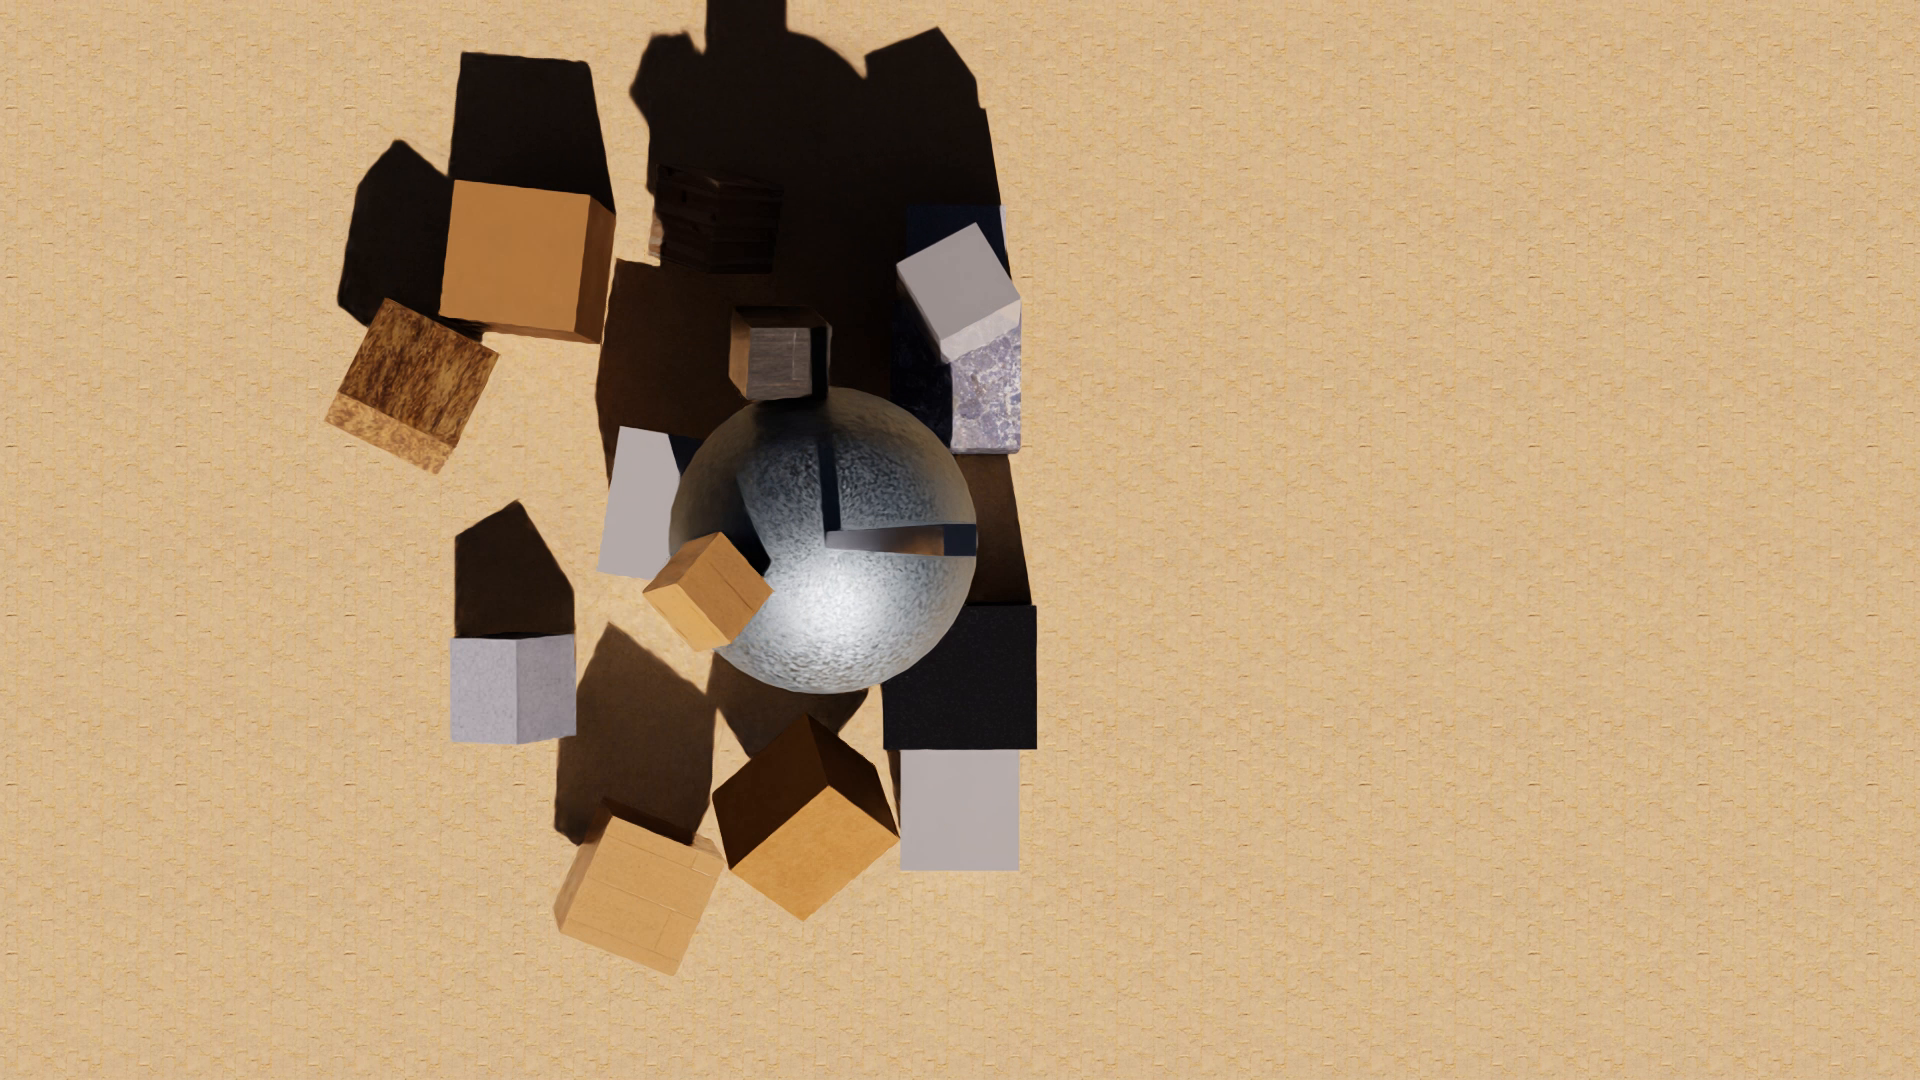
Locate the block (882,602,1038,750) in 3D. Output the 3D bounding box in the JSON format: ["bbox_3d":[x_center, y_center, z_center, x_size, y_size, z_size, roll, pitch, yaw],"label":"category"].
[{"bbox_3d":[-0.001,0.763,12.586,0.855,0.828,0.798,0,90,0],"label":"block"}]

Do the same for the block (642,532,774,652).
[{"bbox_3d":[-1.200,0.249,10.461,0.394,0.331,0.362,50,55,-19],"label":"block"}]

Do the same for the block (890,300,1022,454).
[{"bbox_3d":[-0.023,-0.917,12.587,0.722,0.825,0.816,0,90,0],"label":"block"}]

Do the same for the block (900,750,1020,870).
[{"bbox_3d":[-0.001,1.512,12.672,0.667,0.657,0.689,0,90,0],"label":"block"}]

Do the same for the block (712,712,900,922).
[{"bbox_3d":[-0.871,1.548,12.312,0.743,0.676,0.597,-41,123,11],"label":"block"}]

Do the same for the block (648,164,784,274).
[{"bbox_3d":[-1.398,-1.833,12.593,0.507,0.506,0.518,21,107,35],"label":"block"}]

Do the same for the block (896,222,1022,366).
[{"bbox_3d":[-0.010,-1.330,11.950,0.491,0.433,0.495,-29,78,-7],"label":"block"}]

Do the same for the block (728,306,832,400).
[{"bbox_3d":[-0.906,-0.943,11.029,0.415,0.372,0.370,-2,113,-20],"label":"block"}]

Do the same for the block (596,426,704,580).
[{"bbox_3d":[-1.512,-0.158,12.540,0.852,0.920,0.810,9,90,0],"label":"block"}]

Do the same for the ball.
[{"bbox_3d":[-0.704,0.000,11.385,1.600,1.600,1.600,0,90,0],"label":"ball"}]

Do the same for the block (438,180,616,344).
[{"bbox_3d":[-2.460,-1.576,12.593,0.761,0.793,0.763,7,90,2],"label":"block"}]

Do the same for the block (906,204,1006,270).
[{"bbox_3d":[-0.022,-1.612,12.706,0.561,0.587,0.561,0,90,0],"label":"block"}]

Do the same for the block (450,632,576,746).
[{"bbox_3d":[-2.566,0.846,12.643,0.466,0.552,0.590,0,91,26],"label":"block"}]

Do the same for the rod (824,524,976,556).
[{"bbox_3d":[-0.305,0.000,8.009,0.080,5.200,0.080,0,90,-7],"label":"rod"}]

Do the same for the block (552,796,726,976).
[{"bbox_3d":[-1.822,1.951,12.445,0.690,0.599,0.700,25,88,-14],"label":"block"}]

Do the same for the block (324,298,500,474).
[{"bbox_3d":[-3.068,-0.852,12.301,0.688,0.570,0.615,27,67,-15],"label":"block"}]
